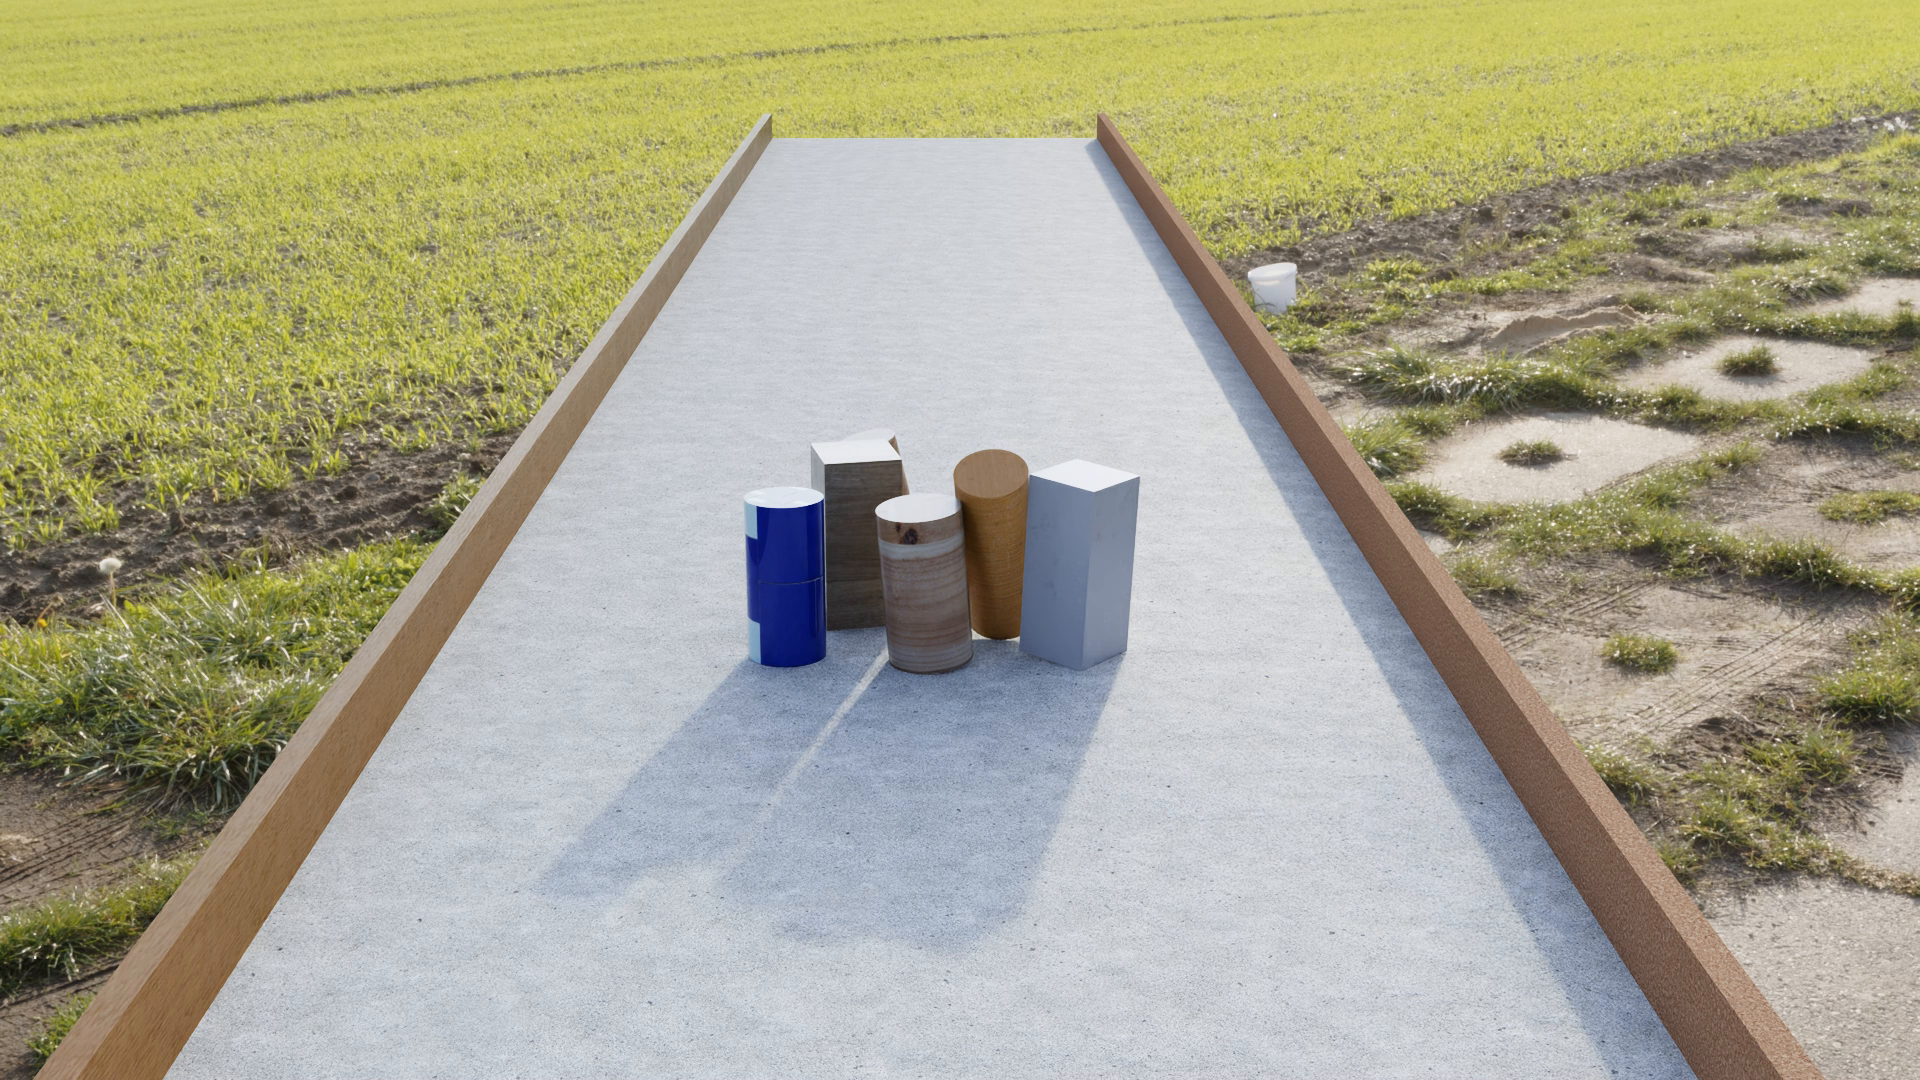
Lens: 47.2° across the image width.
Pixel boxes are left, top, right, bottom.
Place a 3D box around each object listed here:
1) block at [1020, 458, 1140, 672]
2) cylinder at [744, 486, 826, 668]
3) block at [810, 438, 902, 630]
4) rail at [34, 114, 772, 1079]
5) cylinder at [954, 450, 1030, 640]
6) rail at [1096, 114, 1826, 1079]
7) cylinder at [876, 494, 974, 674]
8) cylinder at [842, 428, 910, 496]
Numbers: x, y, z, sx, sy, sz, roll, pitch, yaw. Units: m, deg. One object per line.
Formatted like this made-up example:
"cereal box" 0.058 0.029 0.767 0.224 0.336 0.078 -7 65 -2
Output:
"block" 0.238 0.048 4.396 0.157 0.373 0.157 17 23 36
"cylinder" -0.349 0.073 4.403 0.158 0.329 0.158 0 17 0
"block" -0.218 -0.012 4.625 0.162 0.362 0.162 -4 19 -13
"rail" -1.118 -0.838 7.780 0.050 0.150 12.000 0 17 -1
"cylinder" 0.075 0.012 4.460 0.149 0.387 0.149 -3 42 3
"rail" 0.932 -0.844 7.801 0.050 0.150 12.000 0 17 -1
"cylinder" -0.069 0.085 4.357 0.171 0.318 0.171 -4 20 1
"cylinder" -0.163 -0.058 4.781 0.129 0.345 0.129 -12 20 5
